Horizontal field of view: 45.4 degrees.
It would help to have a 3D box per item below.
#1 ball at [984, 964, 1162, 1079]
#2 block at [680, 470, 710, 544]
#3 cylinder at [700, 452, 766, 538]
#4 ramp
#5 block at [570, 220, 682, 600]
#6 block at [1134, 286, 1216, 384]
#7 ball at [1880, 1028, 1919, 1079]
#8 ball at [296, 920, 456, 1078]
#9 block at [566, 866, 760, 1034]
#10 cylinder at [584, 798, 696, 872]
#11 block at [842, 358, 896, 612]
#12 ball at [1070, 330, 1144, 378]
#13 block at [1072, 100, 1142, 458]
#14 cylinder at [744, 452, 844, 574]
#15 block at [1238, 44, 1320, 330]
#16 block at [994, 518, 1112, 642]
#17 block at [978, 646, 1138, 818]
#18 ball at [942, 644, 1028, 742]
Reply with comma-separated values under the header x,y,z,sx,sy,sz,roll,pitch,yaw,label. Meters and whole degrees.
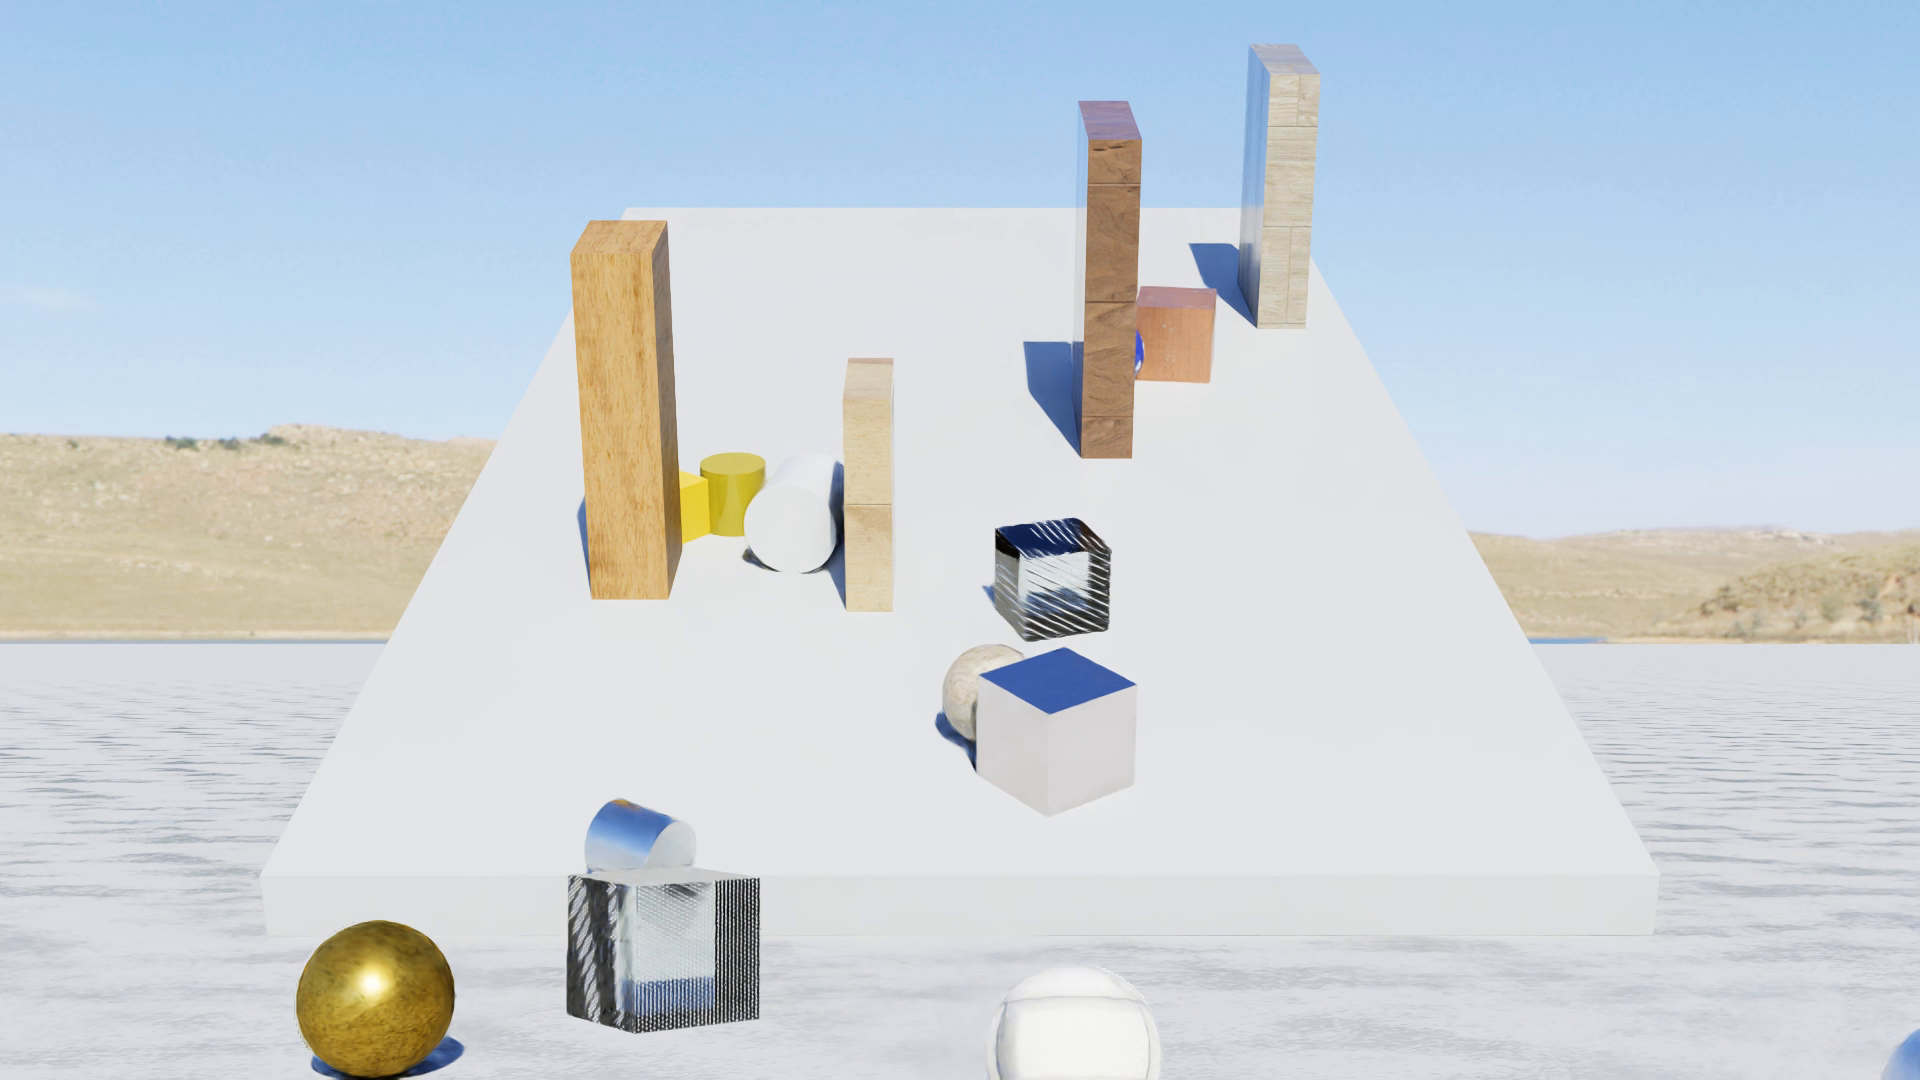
x,y,z,sx,sy,sz,roll,pitch,yaw,label
0.096,0.438,1.952,0.151,0.151,0.151,0,-2,0,ball
-0.570,-0.063,4.470,0.114,0.114,0.114,18,28,37,block
-0.445,-0.090,4.516,0.130,0.130,0.130,0,22,0,cylinder
-0.006,-0.220,5.150,2.000,0.100,4.000,0,22,0,ramp
-0.603,-0.236,4.184,0.141,0.648,0.240,0,22,0,block
0.510,-0.488,5.444,0.181,0.181,0.181,3,22,8,block
0.809,0.450,1.860,0.119,0.119,0.119,0,-2,0,ball
-0.573,0.450,2.252,0.152,0.152,0.152,0,-2,0,ball
-0.337,0.462,2.607,0.159,0.159,0.159,2,-3,-37,block
-0.450,0.434,3.236,0.111,0.111,0.111,15,5,29,cylinder
-0.164,-0.103,4.181,0.084,0.404,0.243,0,22,0,block
0.342,-0.435,5.323,0.173,0.173,0.173,0,-2,0,ball
0.313,-0.567,4.960,0.109,0.687,0.403,0,22,0,block
-0.299,-0.053,4.358,0.179,0.179,0.179,-1,21,12,cylinder
0.812,-0.912,5.882,0.122,0.641,0.435,0,22,0,block
0.164,0.069,4.084,0.158,0.158,0.158,-8,23,-18,block
0.147,0.291,3.511,0.172,0.172,0.172,-16,27,-34,block
0.051,0.245,3.642,0.161,0.161,0.161,0,-2,0,ball
